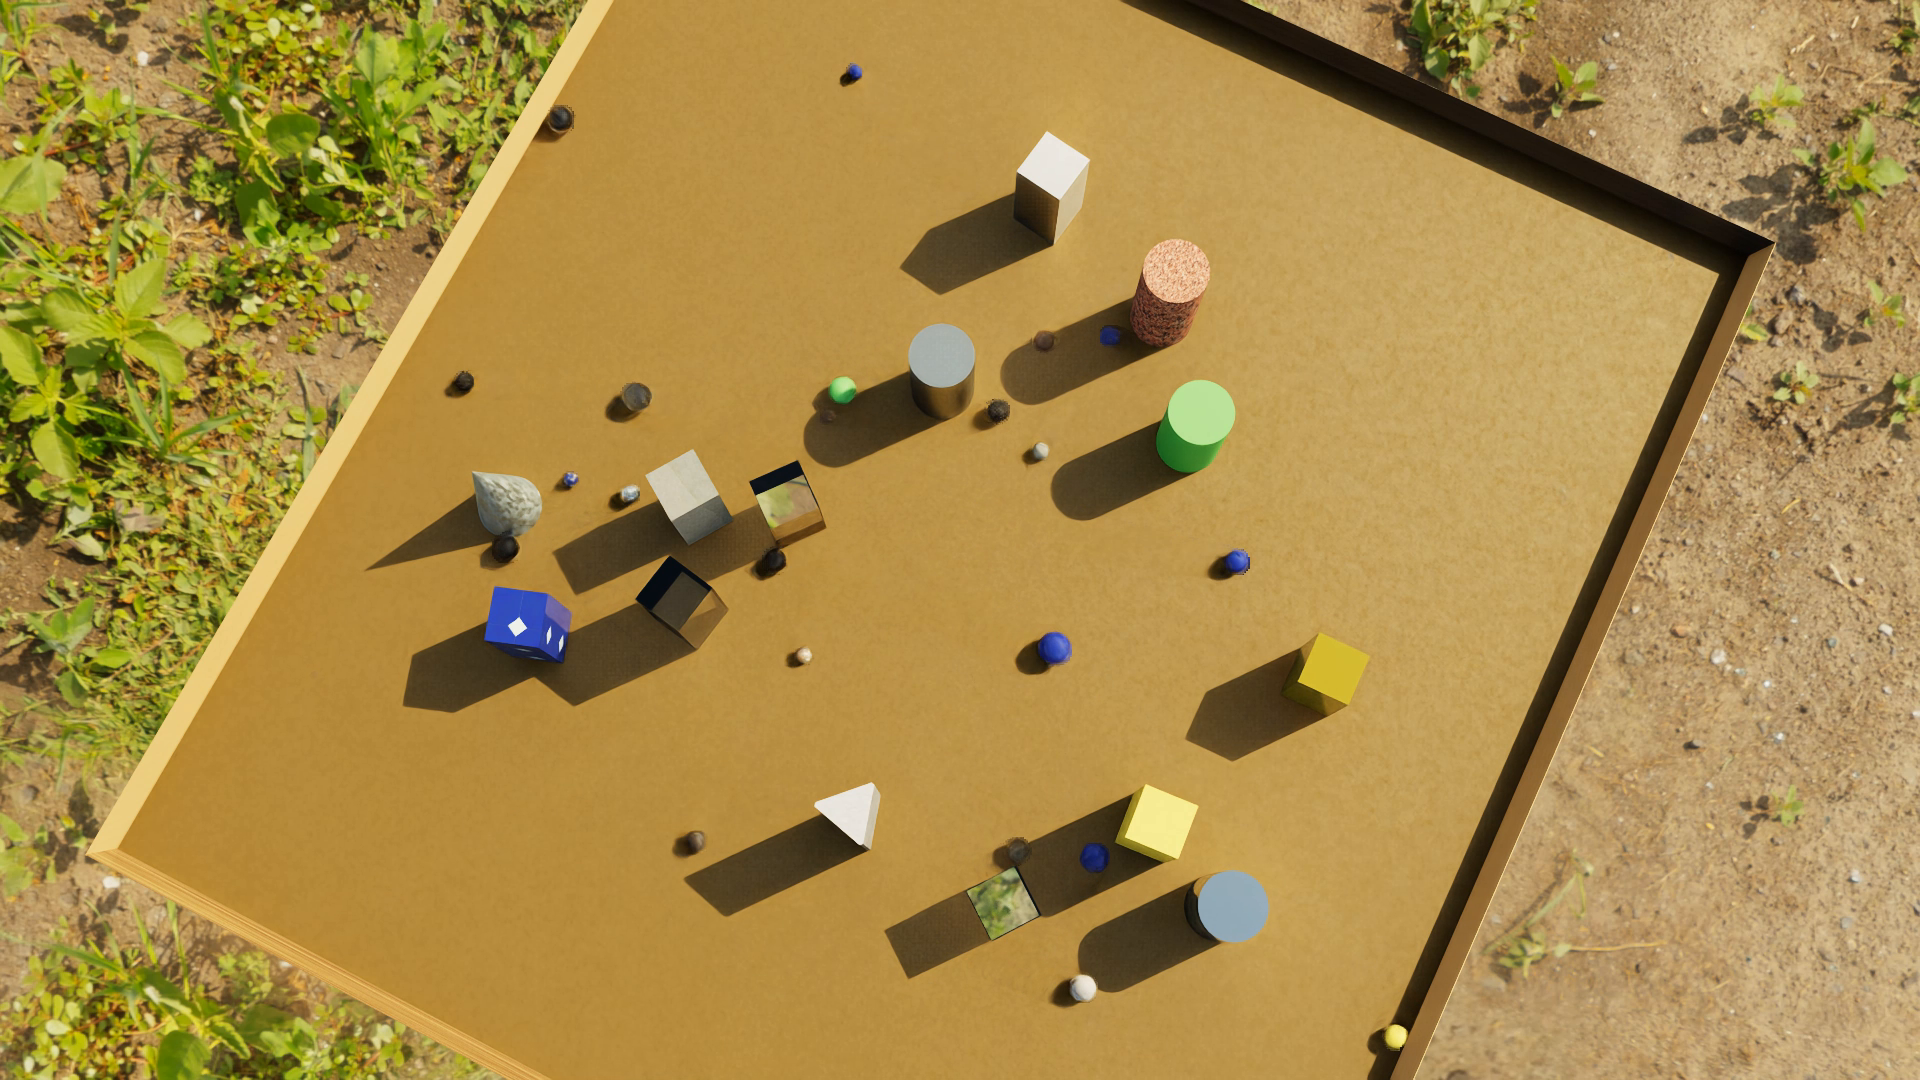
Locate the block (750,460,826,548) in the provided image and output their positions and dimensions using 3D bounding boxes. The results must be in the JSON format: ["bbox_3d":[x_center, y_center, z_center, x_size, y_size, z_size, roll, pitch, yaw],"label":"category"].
[{"bbox_3d":[-0.513,-0.103,5.489,0.157,0.291,0.157,-24,79,-5],"label":"block"}]

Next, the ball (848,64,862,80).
[{"bbox_3d":[-0.336,-1.507,5.905,0.047,0.047,0.047,0,78,0],"label":"ball"}]

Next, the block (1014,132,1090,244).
[{"bbox_3d":[0.278,-1.080,5.650,0.157,0.373,0.157,35,80,7],"label":"block"}]

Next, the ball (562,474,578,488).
[{"bbox_3d":[-1.198,-0.184,5.633,0.043,0.043,0.043,0,78,0],"label":"ball"}]

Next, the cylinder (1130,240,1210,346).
[{"bbox_3d":[0.633,-0.743,5.556,0.196,0.420,0.196,0,78,0],"label":"cylinder"}]

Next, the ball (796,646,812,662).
[{"bbox_3d":[-0.472,0.346,5.520,0.048,0.048,0.048,0,78,0],"label":"ball"}]

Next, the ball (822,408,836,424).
[{"bbox_3d":[-0.406,-0.384,5.674,0.044,0.044,0.044,0,78,0],"label":"ball"}]

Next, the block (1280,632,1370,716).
[{"bbox_3d":[1.068,0.398,5.381,0.157,0.300,0.157,25,79,5],"label":"block"}]

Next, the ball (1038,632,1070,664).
[{"bbox_3d":[0.283,0.323,5.500,0.098,0.098,0.098,0,78,0],"label":"ball"}]

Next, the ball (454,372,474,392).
[{"bbox_3d":[-1.536,-0.490,5.687,0.060,0.060,0.060,0,78,0],"label":"ball"}]

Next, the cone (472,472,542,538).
[{"bbox_3d":[-1.384,-0.149,5.416,0.196,0.454,0.196,0,78,0],"label":"cone"}]

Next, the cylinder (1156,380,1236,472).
[{"bbox_3d":[0.705,-0.338,5.514,0.196,0.339,0.196,0,78,0],"label":"cylinder"}]

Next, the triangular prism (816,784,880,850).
[{"bbox_3d":[-0.287,0.767,5.239,0.170,0.429,0.147,40,81,8],"label":"triangular prism"}]

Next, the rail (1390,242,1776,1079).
[{"bbox_3d":[1.628,0.804,5.384,0.045,0.128,3.937,26,80,5],"label":"rail"}]

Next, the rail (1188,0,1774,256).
[{"bbox_3d":[0.870,-1.696,5.902,3.689,0.128,0.045,26,80,5],"label":"rail"}]

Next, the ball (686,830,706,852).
[{"bbox_3d":[-0.778,0.887,5.401,0.063,0.063,0.063,0,78,0],"label":"ball"}]

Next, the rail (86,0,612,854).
[{"bbox_3d":[-1.628,-0.791,5.714,0.045,0.128,3.937,26,80,5],"label":"rail"}]

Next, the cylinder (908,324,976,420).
[{"bbox_3d":[-0.053,-0.506,5.545,0.196,0.345,0.196,0,78,0],"label":"cylinder"}]

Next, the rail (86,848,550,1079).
[{"bbox_3d":[-0.870,1.710,5.196,3.689,0.128,0.045,26,80,5],"label":"rail"}]

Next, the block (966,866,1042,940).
[{"bbox_3d":[0.124,1.046,5.273,0.157,0.249,0.157,-27,80,-5],"label":"block"}]

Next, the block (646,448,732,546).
[{"bbox_3d":[-0.802,-0.124,5.463,0.157,0.350,0.157,-30,80,-6],"label":"block"}]

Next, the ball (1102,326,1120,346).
[{"bbox_3d":[0.472,-0.636,5.718,0.060,0.060,0.060,0,78,0],"label":"ball"}]

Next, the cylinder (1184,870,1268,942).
[{"bbox_3d":[0.757,1.047,5.234,0.196,0.326,0.196,0,78,0],"label":"cylinder"}]

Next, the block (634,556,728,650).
[{"bbox_3d":[-0.812,0.189,5.384,0.157,0.379,0.157,36,81,7],"label":"block"}]

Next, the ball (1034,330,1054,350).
[{"bbox_3d":[0.264,-0.624,5.714,0.063,0.063,0.063,0,78,0],"label":"ball"}]

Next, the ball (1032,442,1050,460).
[{"bbox_3d":[0.248,-0.274,5.647,0.052,0.052,0.052,0,78,0],"label":"ball"}]

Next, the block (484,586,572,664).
[{"bbox_3d":[-1.267,0.253,5.394,0.157,0.334,0.157,8,78,2],"label":"block"}]

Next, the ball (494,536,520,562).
[{"bbox_3d":[-1.379,0.025,5.571,0.078,0.078,0.078,0,78,0],"label":"ball"}]

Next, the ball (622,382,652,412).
[{"bbox_3d":[-0.998,-0.442,5.662,0.090,0.090,0.090,0,78,0],"label":"ball"}]

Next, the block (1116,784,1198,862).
[{"bbox_3d":[0.561,0.818,5.264,0.157,0.359,0.157,22,79,4],"label":"block"}]

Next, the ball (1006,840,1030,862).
[{"bbox_3d":[0.170,0.914,5.393,0.067,0.067,0.067,0,78,0],"label":"ball"}]

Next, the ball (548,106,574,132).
[{"bbox_3d":[-1.276,-1.344,5.853,0.082,0.082,0.082,0,78,0],"label":"ball"}]

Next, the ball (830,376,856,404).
[{"bbox_3d":[-0.363,-0.464,5.670,0.083,0.083,0.083,0,78,0],"label":"ball"}]

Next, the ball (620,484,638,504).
[{"bbox_3d":[-1.015,-0.140,5.616,0.058,0.058,0.058,0,78,0],"label":"ball"}]

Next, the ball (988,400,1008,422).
[{"bbox_3d":[0.117,-0.398,5.665,0.067,0.067,0.067,0,78,0],"label":"ball"}]

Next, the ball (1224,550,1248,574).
[{"bbox_3d":[0.838,0.067,5.567,0.070,0.070,0.070,0,78,0],"label":"ball"}]

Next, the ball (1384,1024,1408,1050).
[{"bbox_3d":[1.259,1.433,5.285,0.069,0.069,0.069,0,78,0],"label":"ball"}]

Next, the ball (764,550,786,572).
[{"bbox_3d":[-0.561,0.063,5.568,0.070,0.070,0.070,0,78,0],"label":"ball"}]

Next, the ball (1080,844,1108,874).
[{"bbox_3d":[0.394,0.935,5.380,0.085,0.085,0.085,0,78,0],"label":"ball"}]

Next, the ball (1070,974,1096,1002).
[{"bbox_3d":[0.355,1.298,5.309,0.077,0.077,0.077,0,78,0],"label":"ball"}]
